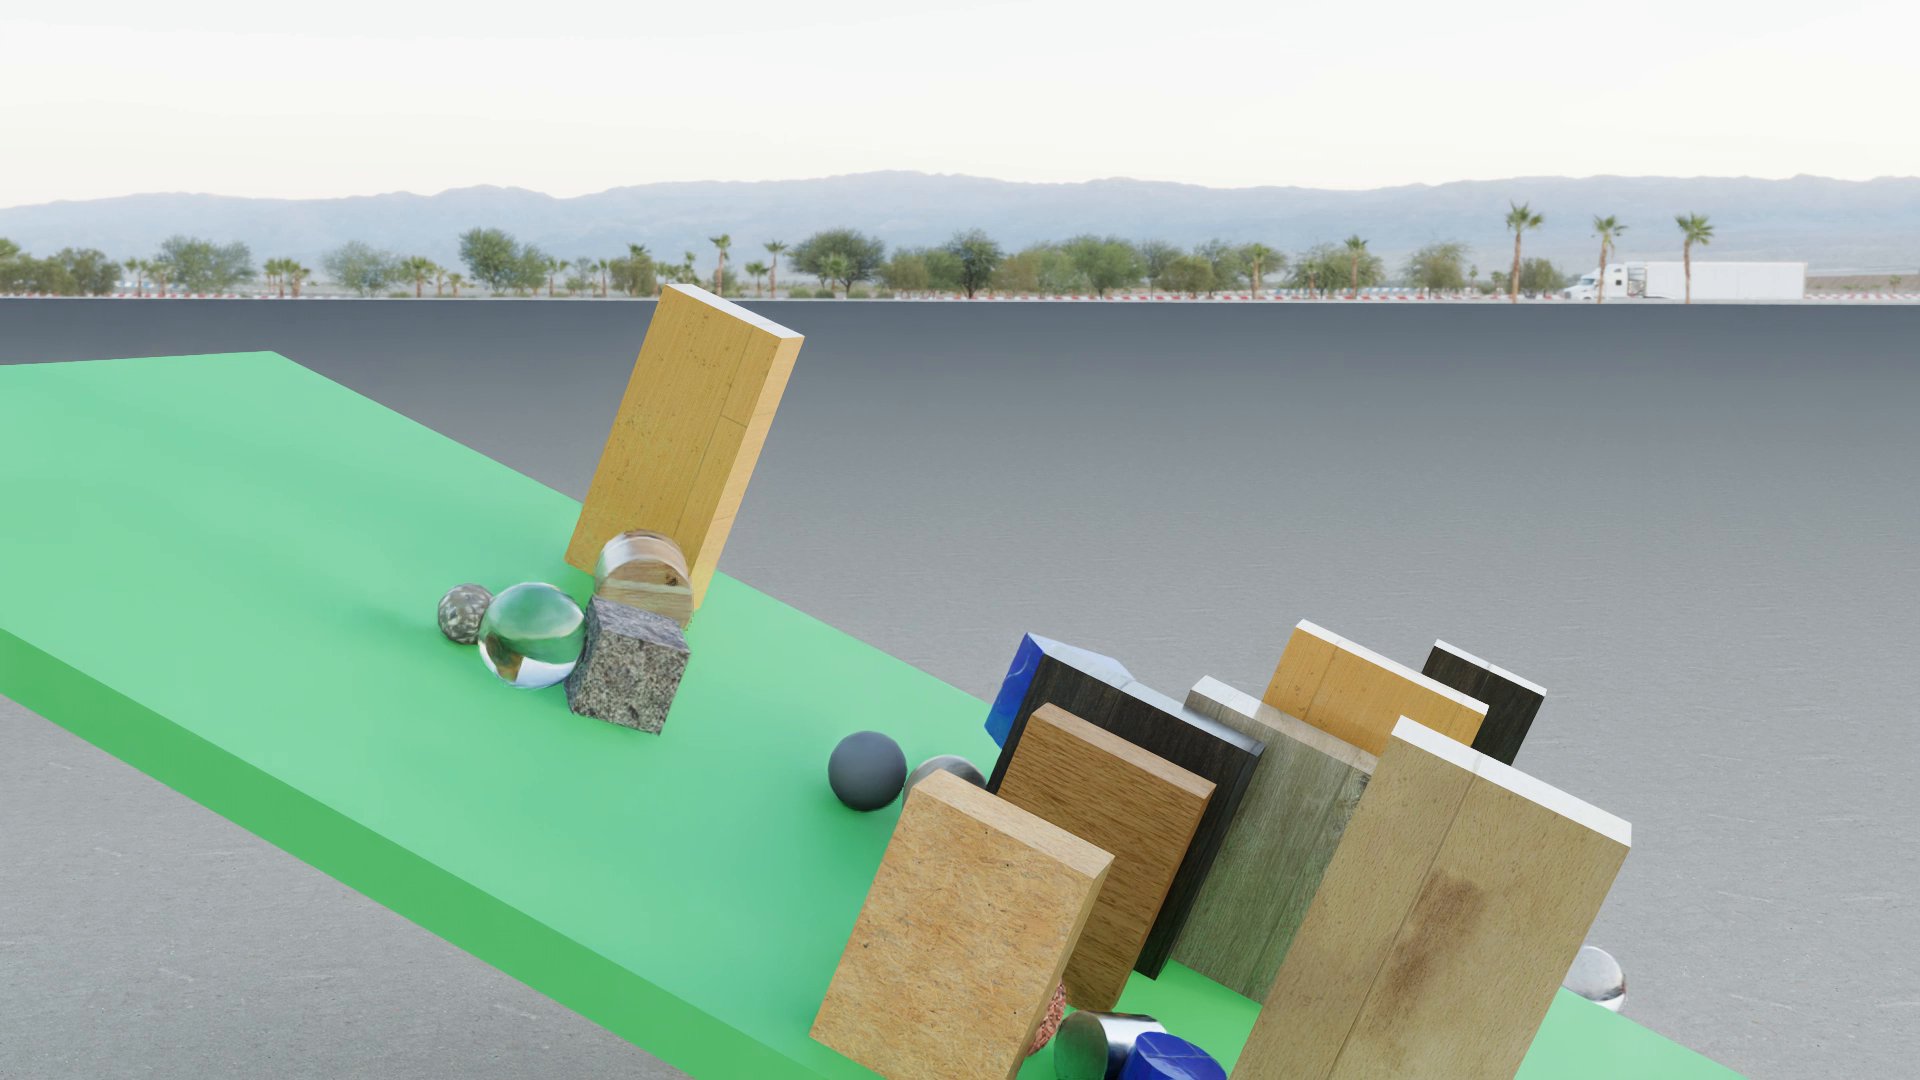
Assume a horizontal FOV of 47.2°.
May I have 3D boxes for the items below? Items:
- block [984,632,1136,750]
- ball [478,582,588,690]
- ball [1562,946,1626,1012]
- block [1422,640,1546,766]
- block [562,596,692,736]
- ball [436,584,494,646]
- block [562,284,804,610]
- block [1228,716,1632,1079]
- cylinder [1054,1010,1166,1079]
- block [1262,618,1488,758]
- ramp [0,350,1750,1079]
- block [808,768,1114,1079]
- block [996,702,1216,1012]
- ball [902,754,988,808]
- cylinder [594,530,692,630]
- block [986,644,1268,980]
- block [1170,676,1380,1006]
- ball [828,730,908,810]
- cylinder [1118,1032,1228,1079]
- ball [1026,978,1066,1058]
[{"bbox_3d":[0.208,0.334,4.190,0.208,0.208,0.208,18,14,-25],"label":"block"},{"bbox_3d":[-0.789,0.177,4.064,0.200,0.200,0.200,0,7,0],"label":"ball"},{"bbox_3d":[1.550,1.100,5.443,0.191,0.191,0.191,0,7,0],"label":"ball"},{"bbox_3d":[0.984,0.541,4.620,0.243,0.615,0.081,25,13,13],"label":"block"},{"bbox_3d":[-0.632,0.236,4.148,0.174,0.174,0.174,17,14,-22],"label":"block"},{"bbox_3d":[-0.930,0.140,4.162,0.118,0.118,0.118,0,7,0],"label":"ball"},{"bbox_3d":[-0.610,-0.198,4.839,0.292,0.664,0.136,25,13,13],"label":"block"},{"bbox_3d":[0.657,0.677,3.248,0.361,0.739,0.140,25,13,13],"label":"block"},{"bbox_3d":[0.236,0.800,3.418,0.129,0.129,0.129,13,-2,-36],"label":"cylinder"},{"bbox_3d":[0.703,0.518,4.233,0.385,0.620,0.096,25,13,13],"label":"block"},{"bbox_3d":[-0.295,0.517,4.188,4.000,0.100,2.000,25,13,13],"label":"ramp"},{"bbox_3d":[0.001,0.594,3.211,0.290,0.418,0.128,25,13,13],"label":"block"},{"bbox_3d":[0.195,0.542,3.717,0.318,0.428,0.108,25,13,13],"label":"block"},{"bbox_3d":[-0.025,0.490,4.147,0.168,0.168,0.168,0,7,0],"label":"ball"},{"bbox_3d":[-0.662,0.102,4.582,0.197,0.197,0.197,-1,18,-10],"label":"cylinder"},{"bbox_3d":[0.264,0.490,3.980,0.421,0.457,0.101,25,13,13],"label":"block"},{"bbox_3d":[0.543,0.570,4.072,0.434,0.480,0.146,25,13,13],"label":"block"},{"bbox_3d":[-0.175,0.435,4.157,0.151,0.151,0.151,0,7,0],"label":"ball"},{"bbox_3d":[0.303,0.844,3.304,0.149,0.149,0.149,21,14,-5],"label":"cylinder"},{"bbox_3d":[0.064,0.702,3.376,0.197,0.197,0.197,0,7,0],"label":"ball"}]
